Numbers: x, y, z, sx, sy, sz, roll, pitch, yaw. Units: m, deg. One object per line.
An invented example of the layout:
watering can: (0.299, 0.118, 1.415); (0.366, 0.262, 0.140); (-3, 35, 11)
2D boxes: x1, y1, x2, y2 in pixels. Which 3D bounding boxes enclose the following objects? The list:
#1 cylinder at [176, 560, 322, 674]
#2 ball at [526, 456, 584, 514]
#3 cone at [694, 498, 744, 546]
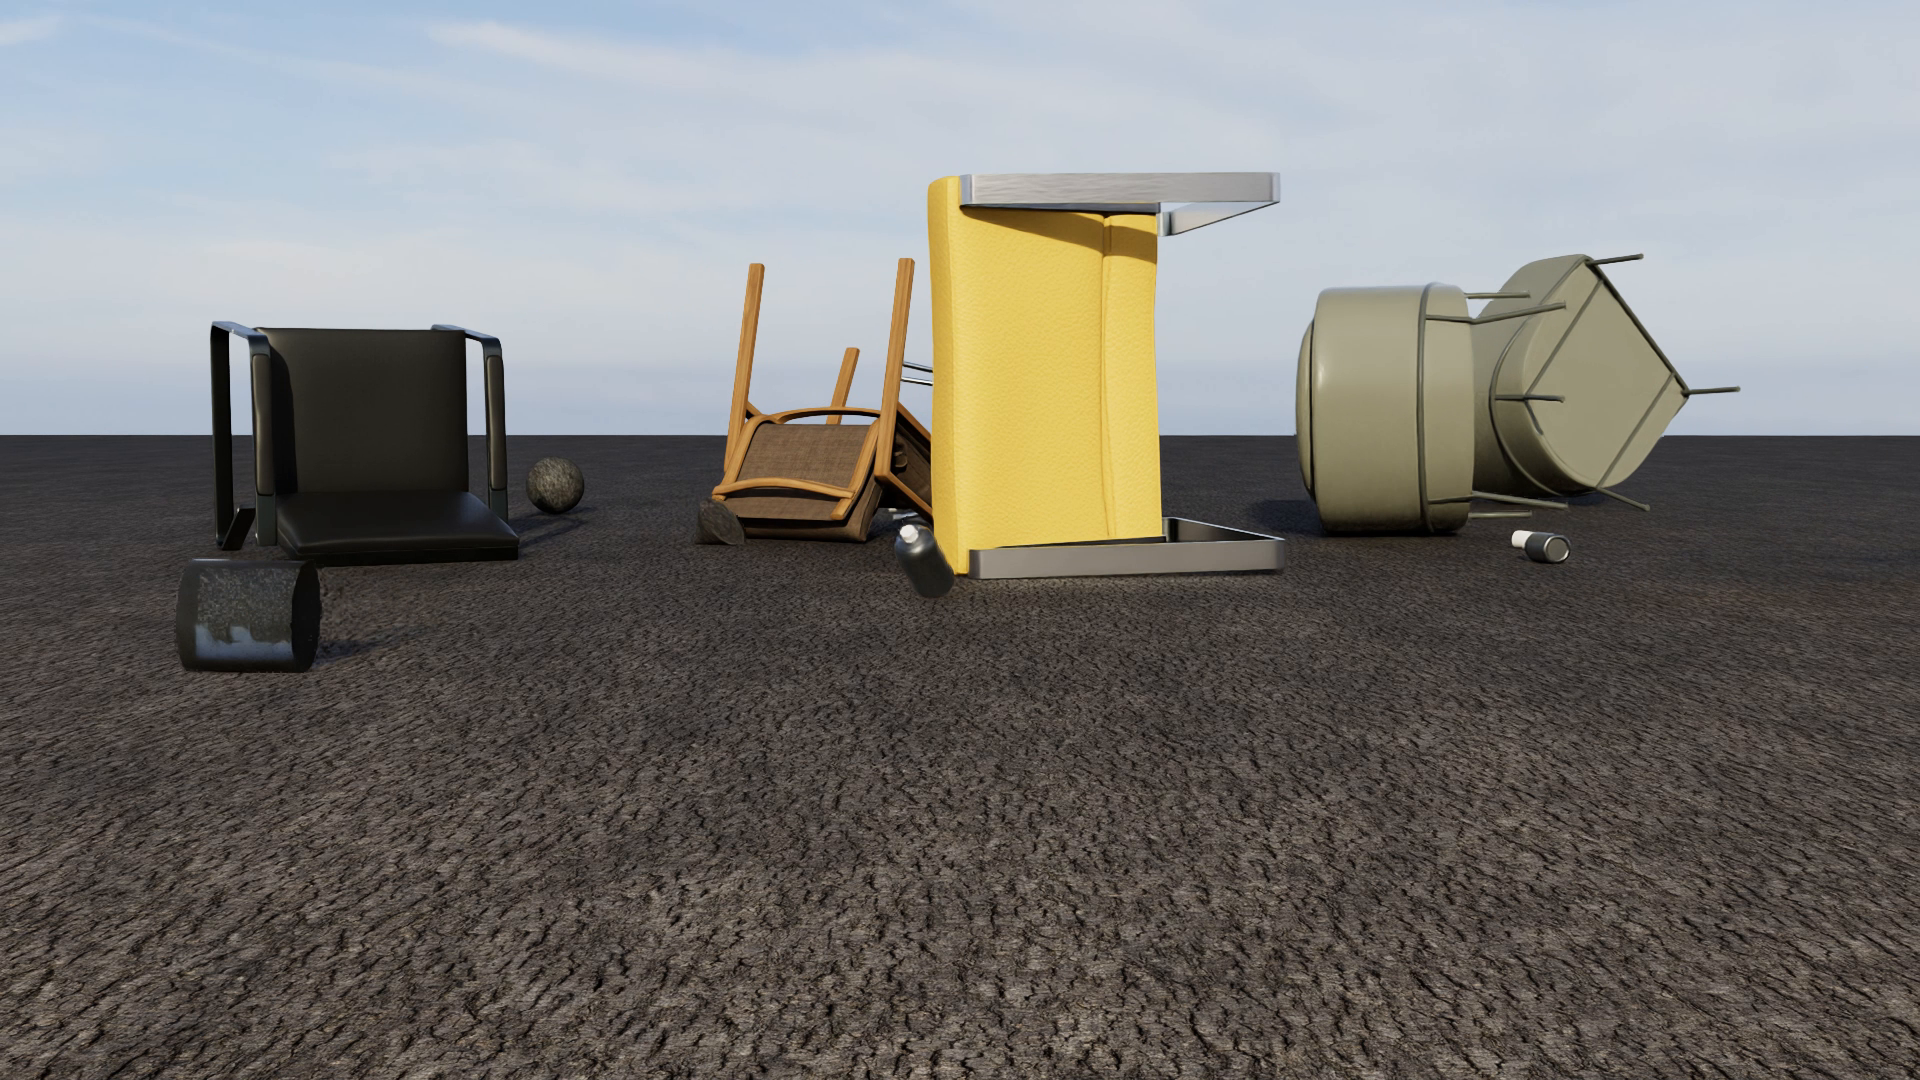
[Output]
cylinder: (-1.130, 0.121, 3.497); (0.188, 0.179, 0.116); (0, -7, 6)
ball: (-1.454, -0.197, 7.896); (0.209, 0.209, 0.209); (0, 4, 0)
cone: (-0.729, -0.021, 6.352); (0.119, 0.158, 0.173); (-37, -54, 25)
